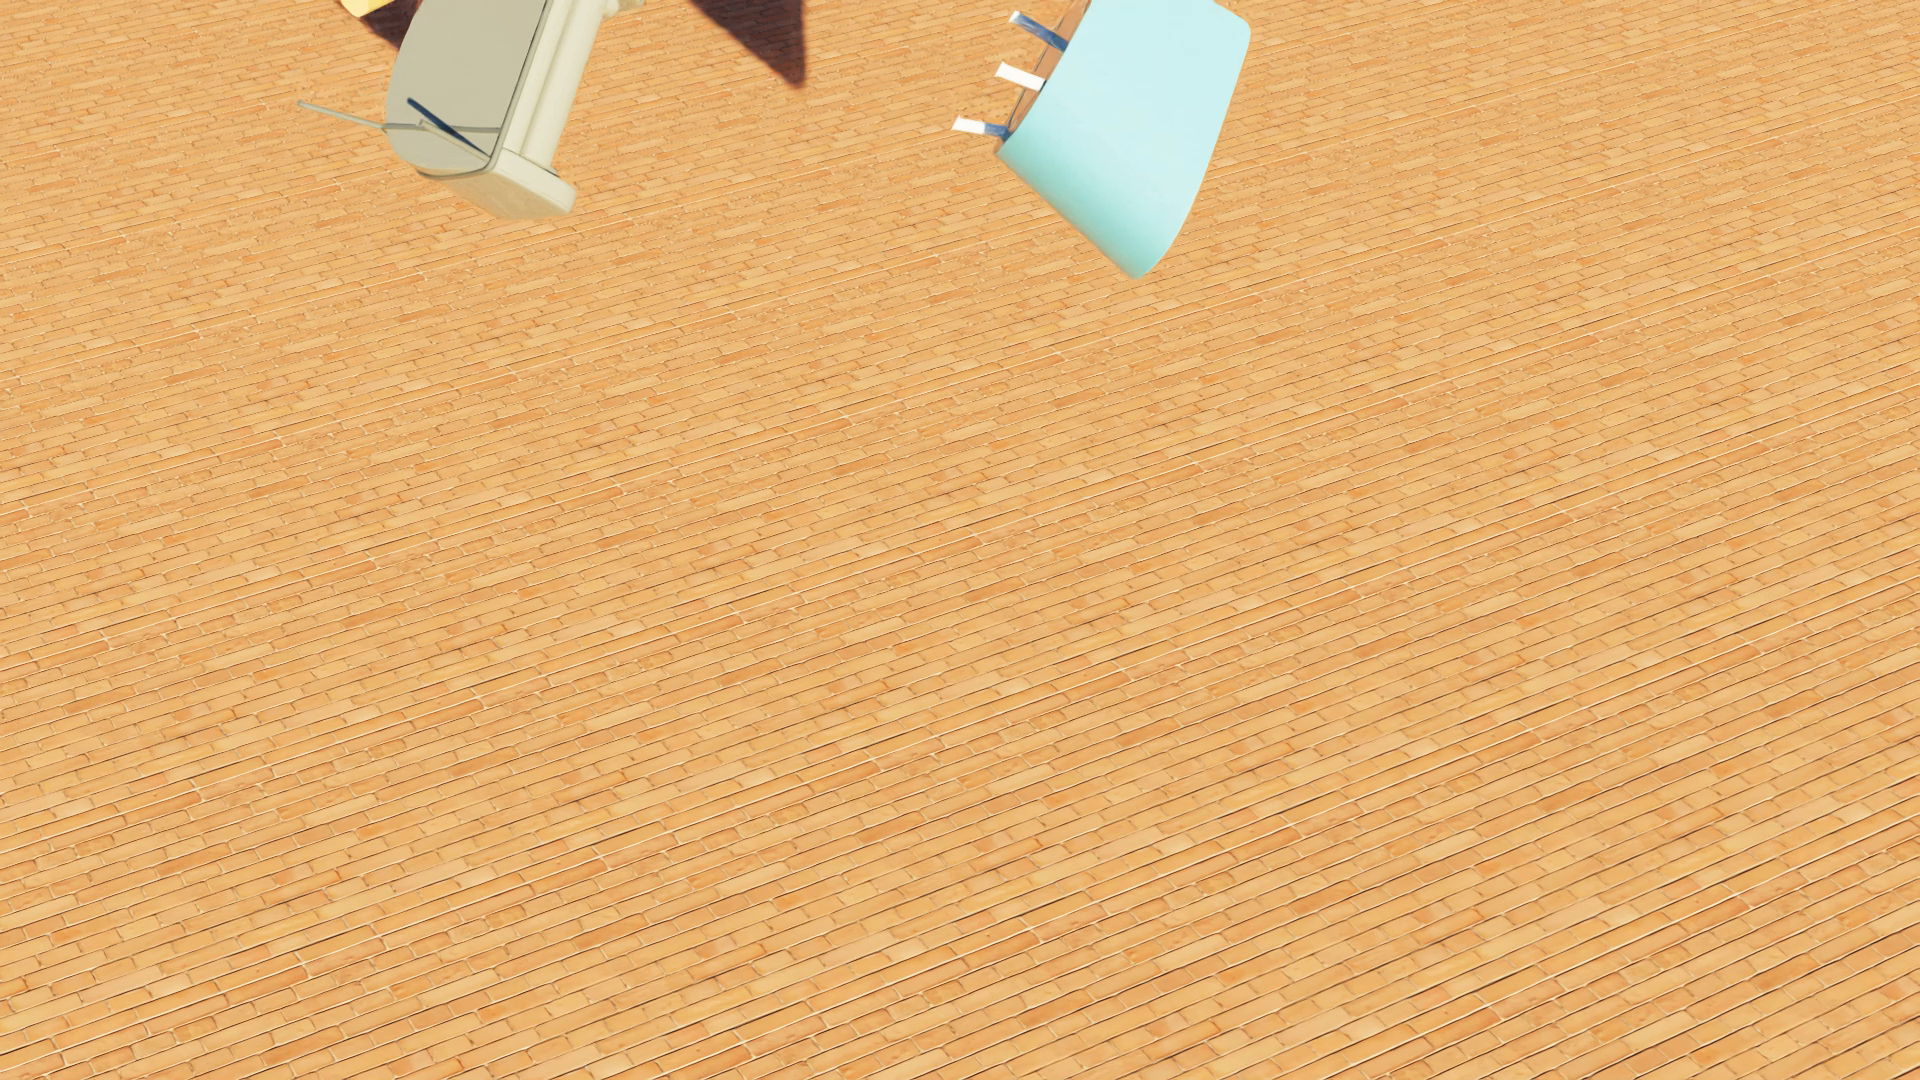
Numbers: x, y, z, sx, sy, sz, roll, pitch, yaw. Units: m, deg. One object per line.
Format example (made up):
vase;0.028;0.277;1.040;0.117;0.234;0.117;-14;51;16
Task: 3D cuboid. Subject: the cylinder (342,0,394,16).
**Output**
cylinder;-1.823;-1.785;9.272;0.133;0.173;0.290;12;33;31
